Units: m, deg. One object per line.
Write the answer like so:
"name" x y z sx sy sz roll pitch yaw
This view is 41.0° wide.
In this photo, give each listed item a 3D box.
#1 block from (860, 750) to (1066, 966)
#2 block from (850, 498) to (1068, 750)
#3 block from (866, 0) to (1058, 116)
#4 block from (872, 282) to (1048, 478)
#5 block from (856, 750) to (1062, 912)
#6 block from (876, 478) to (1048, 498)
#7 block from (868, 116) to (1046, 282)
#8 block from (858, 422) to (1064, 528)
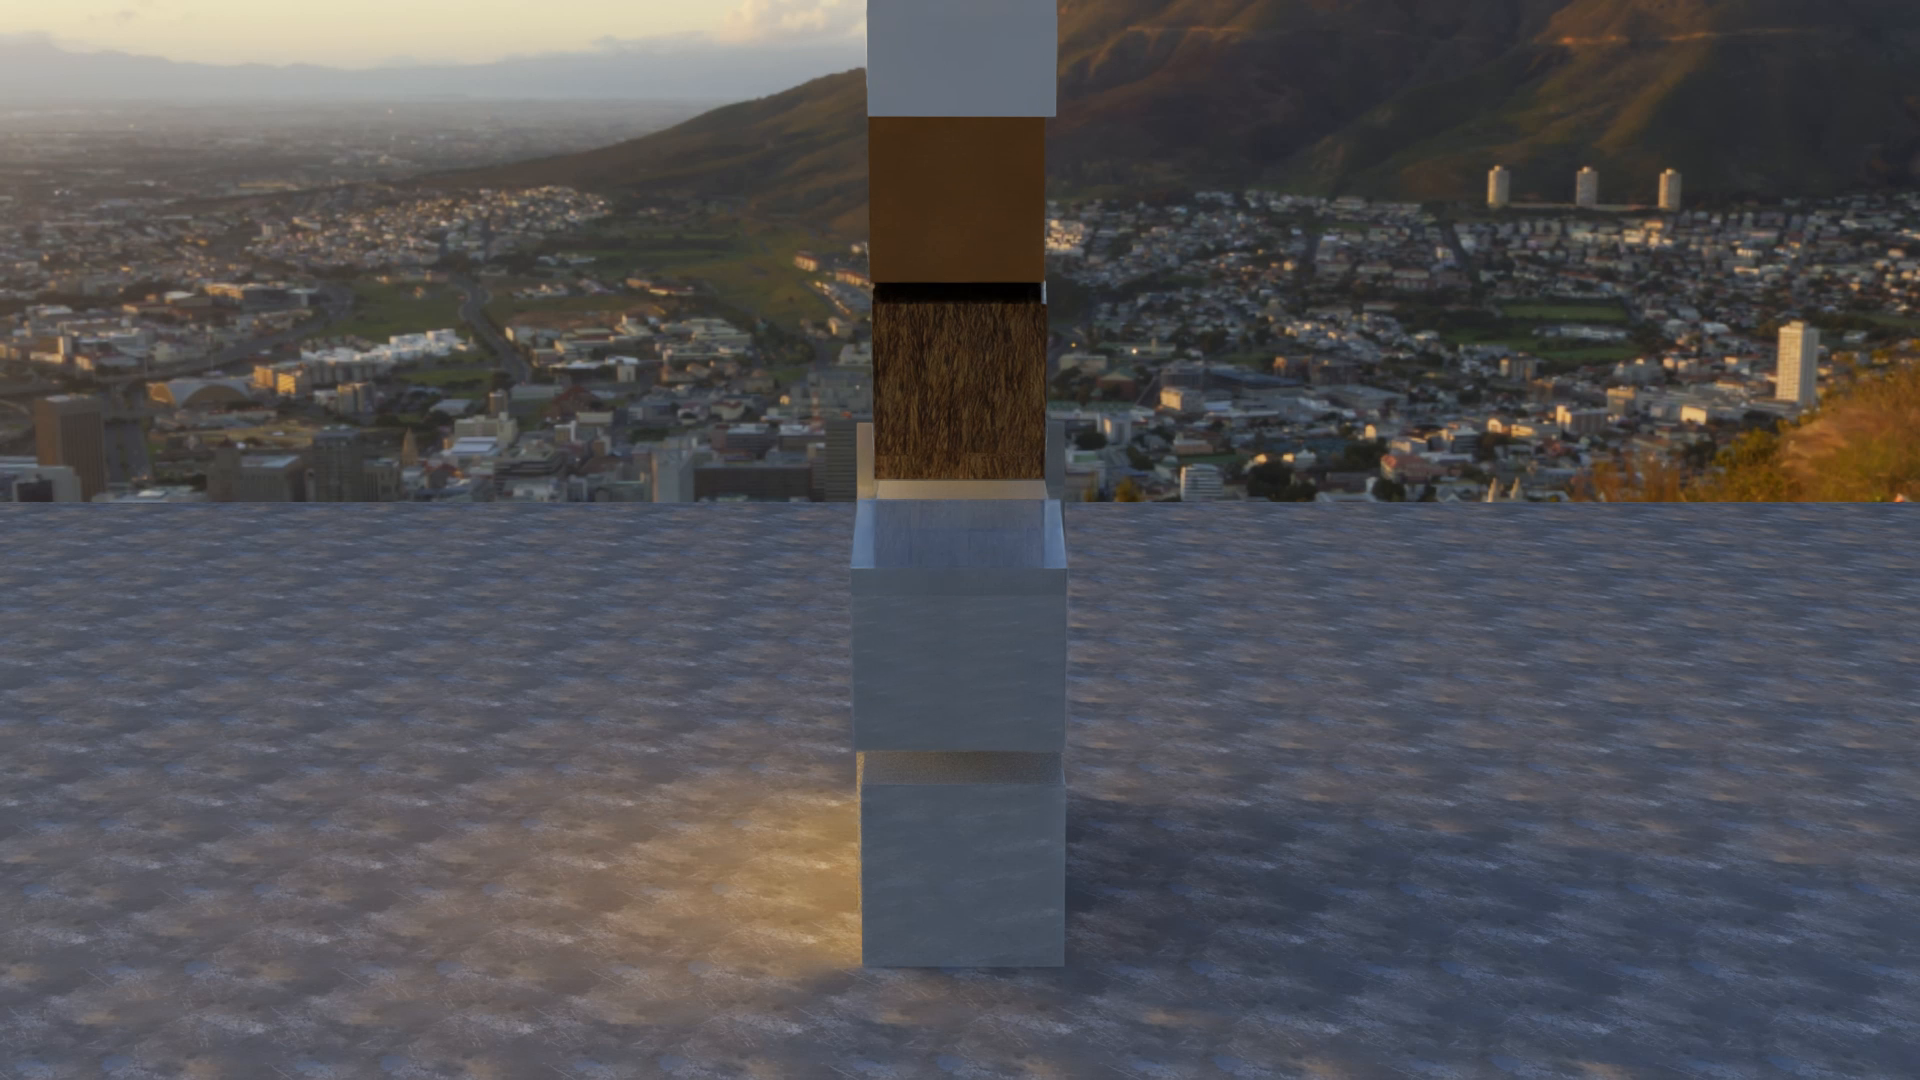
"block" 0.013 1.270 10.487 0.806 0.748 0.677 0 10 0
"block" -0.004 0.329 10.329 0.831 0.768 0.787 0 21 0
"block" 0.008 -2.149 10.712 0.771 0.694 0.673 0 14 0
"block" -0.001 -0.758 11.127 0.725 0.775 0.740 0 22 0
"block" -0.004 0.999 11.278 0.859 0.999 0.956 0 10 0
"block" 0.010 0.131 11.166 0.721 0.749 0.781 0 10 0
"block" -0.013 -1.484 10.883 0.722 0.678 0.667 0 15 0
"block" 0.004 -0.064 12.049 0.939 0.957 0.861 0 1 0
